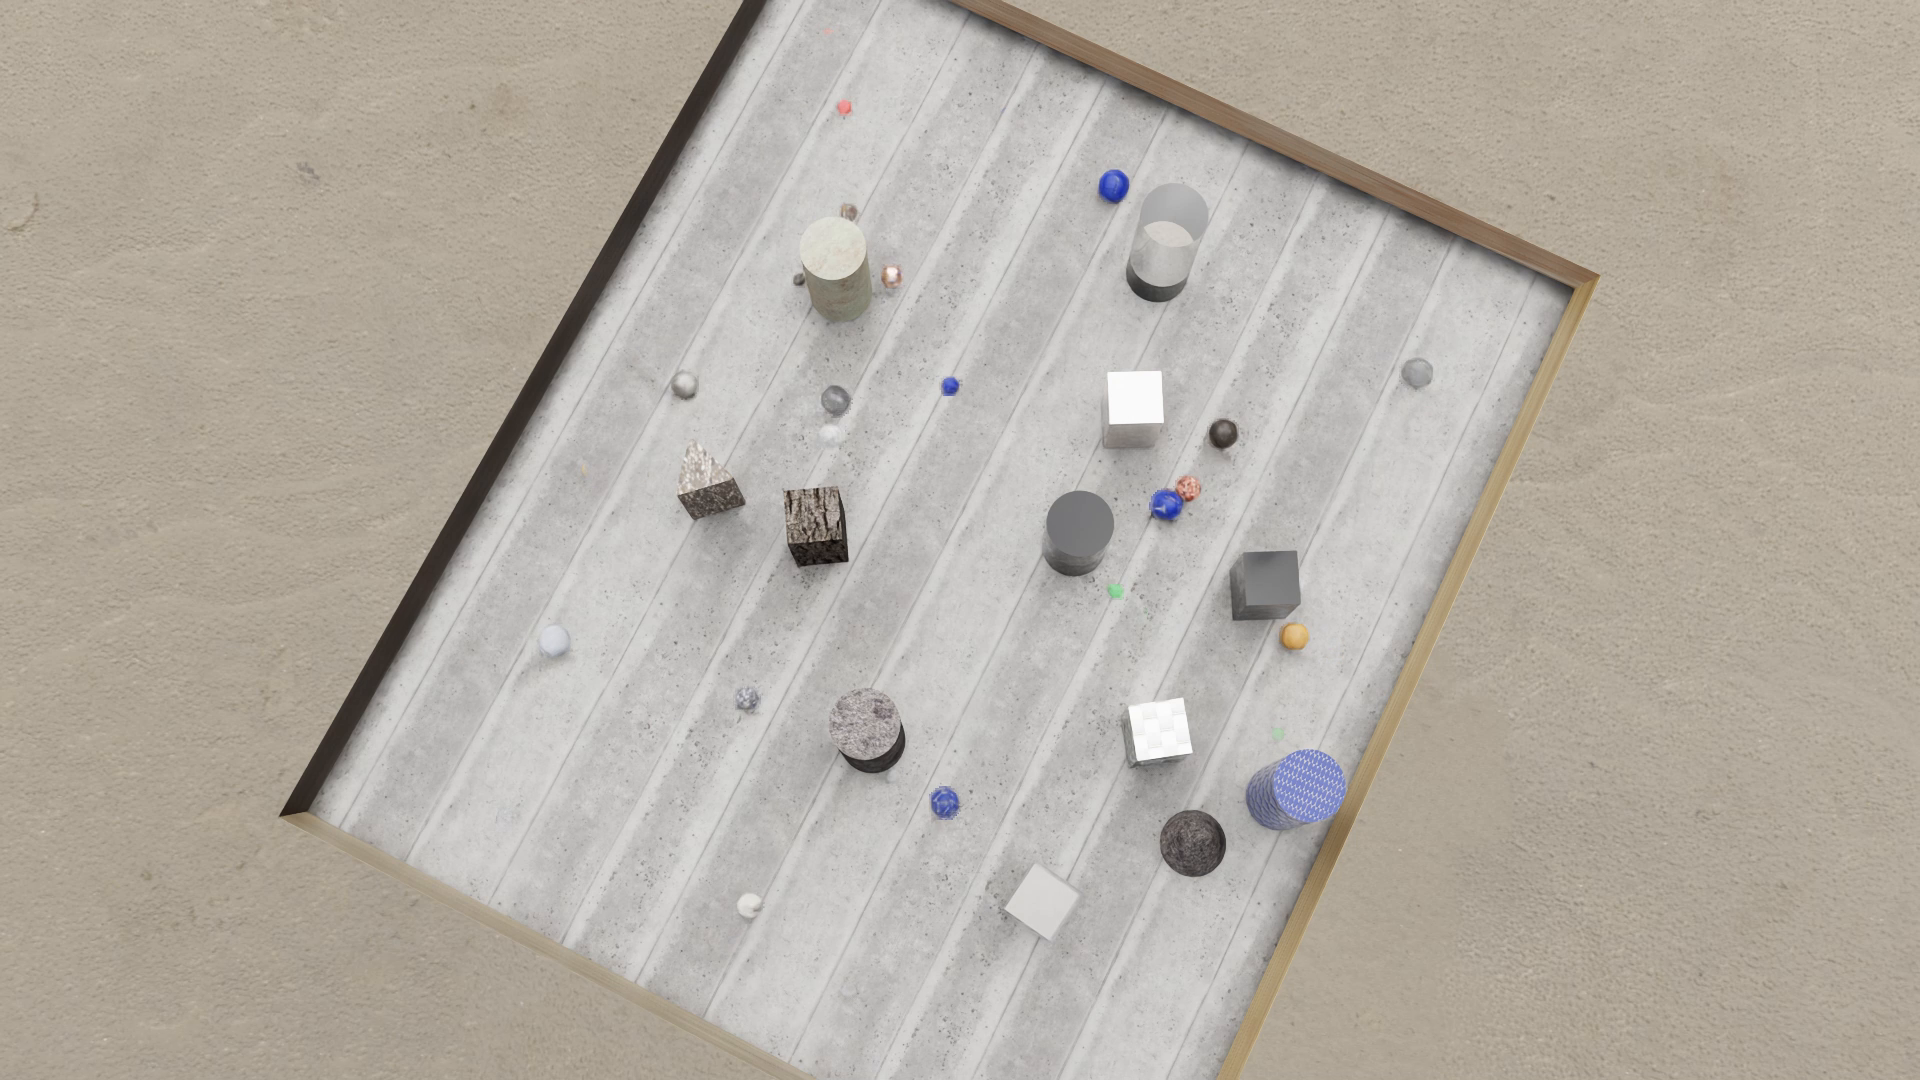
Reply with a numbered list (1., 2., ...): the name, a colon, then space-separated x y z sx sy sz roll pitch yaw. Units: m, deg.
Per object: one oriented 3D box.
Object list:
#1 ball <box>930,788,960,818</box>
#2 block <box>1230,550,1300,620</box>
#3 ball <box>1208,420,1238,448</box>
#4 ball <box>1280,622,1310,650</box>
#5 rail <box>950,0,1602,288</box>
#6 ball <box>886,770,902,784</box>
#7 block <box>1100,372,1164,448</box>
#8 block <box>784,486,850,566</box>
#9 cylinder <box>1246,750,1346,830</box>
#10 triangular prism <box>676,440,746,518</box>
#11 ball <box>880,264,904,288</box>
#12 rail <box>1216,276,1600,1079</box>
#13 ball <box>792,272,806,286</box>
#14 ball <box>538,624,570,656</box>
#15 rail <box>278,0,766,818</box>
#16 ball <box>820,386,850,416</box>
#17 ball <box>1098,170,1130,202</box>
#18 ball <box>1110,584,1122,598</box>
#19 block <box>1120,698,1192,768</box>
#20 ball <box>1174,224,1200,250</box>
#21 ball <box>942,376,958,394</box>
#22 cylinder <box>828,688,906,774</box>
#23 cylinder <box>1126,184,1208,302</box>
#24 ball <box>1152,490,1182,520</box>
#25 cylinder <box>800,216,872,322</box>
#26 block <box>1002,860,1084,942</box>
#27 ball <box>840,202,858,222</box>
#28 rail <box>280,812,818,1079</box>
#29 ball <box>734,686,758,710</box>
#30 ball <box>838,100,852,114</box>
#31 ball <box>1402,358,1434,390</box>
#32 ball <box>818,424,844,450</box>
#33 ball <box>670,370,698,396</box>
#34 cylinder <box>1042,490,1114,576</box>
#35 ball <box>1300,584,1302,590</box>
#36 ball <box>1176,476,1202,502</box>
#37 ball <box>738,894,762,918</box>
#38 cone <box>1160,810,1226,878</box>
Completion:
1. ball: -0.045 0.777 5.411 0.087 0.087 0.087 0 78 0
2. block: 0.904 0.138 5.447 0.158 0.276 0.158 -2 78 0
3. ball: 0.810 -0.326 5.638 0.091 0.091 0.091 0 78 0
4. ball: 1.008 0.290 5.513 0.085 0.085 0.085 0 78 0
5. rail: 0.717 -1.398 5.839 2.802 0.128 0.045 26 80 5
6. ball: -0.196 0.704 5.438 0.044 0.044 0.044 0 78 0
7. block: 0.518 -0.391 5.548 0.158 0.293 0.158 -1 78 0
8. block: -0.425 -0.038 5.450 0.158 0.342 0.158 -5 78 -1
9. cylinder: 0.949 0.716 5.217 0.197 0.492 0.197 0 78 0
10. triangular prism: -0.762 -0.192 5.486 0.171 0.333 0.148 -17 79 -3
11. ball: -0.212 -0.828 5.751 0.072 0.072 0.072 0 78 0
12. rail: 1.232 0.610 5.424 0.045 0.128 3.254 26 80 5
13. ball: -0.505 -0.819 5.762 0.042 0.042 0.042 0 78 0
14. ball: -1.219 0.302 5.505 0.096 0.096 0.096 0 78 0
15. rail: -1.232 -0.596 5.674 0.045 0.128 3.254 26 80 5
16. ball: -0.385 -0.430 5.659 0.092 0.092 0.092 0 78 0
17. ball: 0.488 -1.123 5.799 0.099 0.099 0.099 0 78 0
18. ball: 0.473 0.157 5.564 0.041 0.041 0.041 0 78 0
19. block: 0.570 0.567 5.354 0.158 0.284 0.158 -8 78 -2
20. ball: 0.715 -0.955 5.773 0.082 0.082 0.082 0 78 0
21. ball: -0.030 -0.480 5.689 0.053 0.053 0.053 0 78 0
22. cylinder: -0.262 0.552 5.258 0.197 0.478 0.197 0 78 0
23. cylinder: 0.623 -0.894 5.553 0.197 0.486 0.197 0 78 0
24. ball: 0.632 -0.106 5.592 0.092 0.092 0.092 0 78 0
25. cylinder: -0.375 -0.822 5.591 0.197 0.384 0.197 0 78 0
26. block: 0.231 1.028 5.203 0.158 0.394 0.158 34 80 7
27. ball: -0.351 -1.038 5.802 0.058 0.058 0.058 0 78 0
28. rail: -0.717 1.411 5.258 2.802 0.128 0.045 26 80 5
29. ball: -0.638 0.474 5.482 0.071 0.071 0.071 0 78 0
30. ball: -0.370 -1.389 5.881 0.046 0.046 0.046 0 78 0
31. ball: 1.416 -0.517 5.673 0.099 0.099 0.099 0 78 0
32. ball: -0.398 -0.318 5.644 0.076 0.076 0.076 0 78 0
33. ball: -0.854 -0.484 5.675 0.081 0.081 0.081 0 78 0
34. cylinder: 0.349 -0.016 5.461 0.197 0.312 0.197 0 78 0
35. ball: 1.009 0.144 5.556 0.052 0.052 0.052 0 78 0
36. ball: 0.699 -0.157 5.603 0.077 0.077 0.077 0 78 0
37. ball: -0.614 1.069 5.358 0.072 0.072 0.072 0 78 0
38. cone: 0.690 0.856 5.224 0.197 0.422 0.197 0 78 0
